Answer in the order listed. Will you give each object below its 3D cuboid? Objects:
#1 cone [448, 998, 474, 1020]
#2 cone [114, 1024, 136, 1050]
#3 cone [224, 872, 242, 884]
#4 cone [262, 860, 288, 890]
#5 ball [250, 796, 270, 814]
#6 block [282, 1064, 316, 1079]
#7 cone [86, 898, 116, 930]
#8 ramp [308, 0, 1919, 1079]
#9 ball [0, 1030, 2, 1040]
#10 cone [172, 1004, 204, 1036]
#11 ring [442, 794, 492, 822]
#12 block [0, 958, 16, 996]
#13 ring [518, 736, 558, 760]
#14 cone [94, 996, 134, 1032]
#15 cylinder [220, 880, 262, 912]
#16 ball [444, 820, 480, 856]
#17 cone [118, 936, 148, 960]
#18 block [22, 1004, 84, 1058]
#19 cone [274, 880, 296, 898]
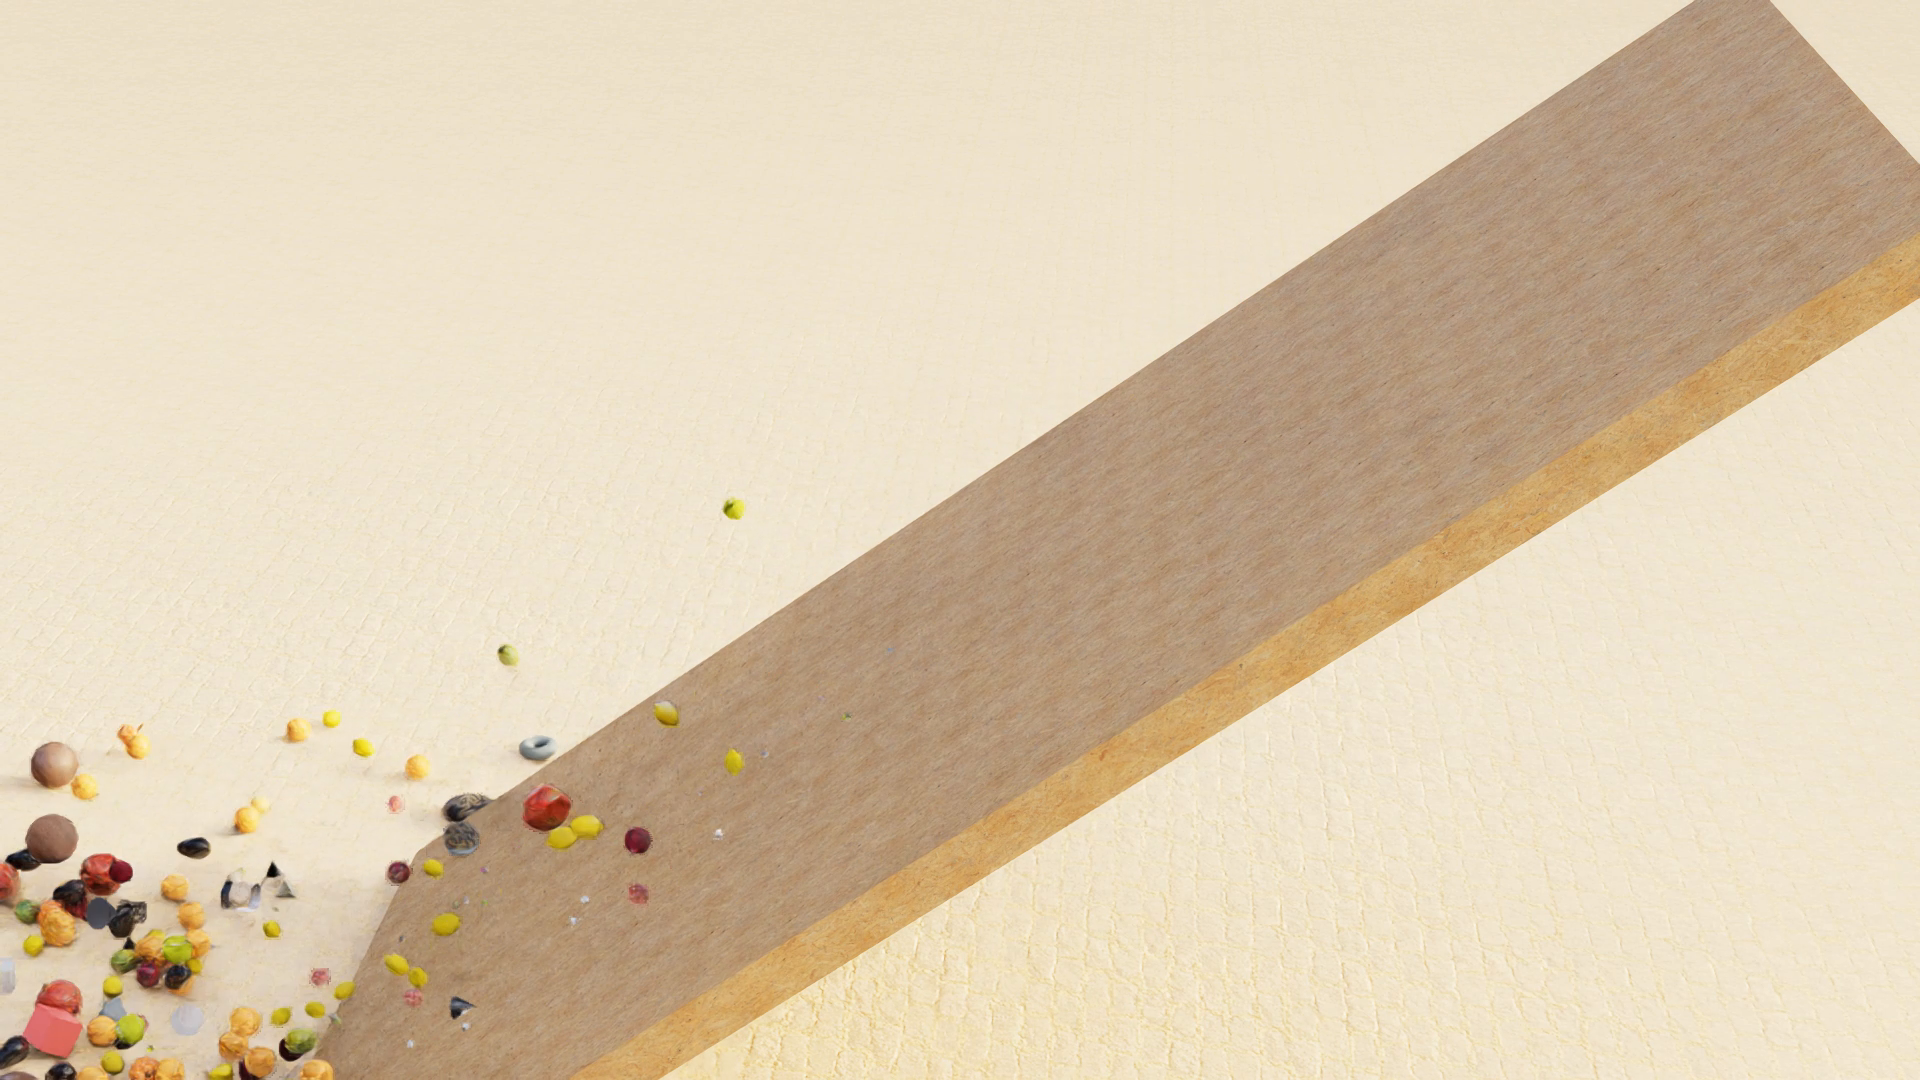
[{"bbox_3d":[-1.072,1.012,6.378,0.050,0.050,0.050,-19,10,32],"label":"cone"},{"bbox_3d":[-2.000,1.181,7.035,0.053,0.053,0.053,0,22,0],"label":"cone"},{"bbox_3d":[-1.899,0.908,7.739,0.052,0.052,0.052,-18,49,-37],"label":"cone"},{"bbox_3d":[-1.812,0.875,7.766,0.071,0.071,0.071,0,22,0],"label":"cone"},{"bbox_3d":[-1.940,0.732,8.145,0.051,0.051,0.051,0,22,0],"label":"ball"},{"bbox_3d":[-1.489,1.225,6.636,0.057,0.057,0.057,-44,17,-21],"label":"block"},{"bbox_3d":[-2.193,0.964,7.589,0.083,0.083,0.083,13,-1,29],"label":"cone"},{"bbox_3d":[0.132,0.177,6.315,4.000,0.100,2.000,-33,16,16],"label":"ramp"},{"bbox_3d":[-2.322,1.182,7.002,0.078,0.078,0.078,0,22,0],"label":"ball"},{"bbox_3d":[-1.875,1.160,7.112,0.078,0.078,0.078,-11,-2,-25],"label":"cone"},{"bbox_3d":[-1.355,0.744,8.119,0.147,0.049,0.147,-1,18,0],"label":"ring"},{"bbox_3d":[-2.375,1.080,7.268,0.066,0.066,0.066,-4,22,-9],"label":"block"},{"bbox_3d":[-1.218,0.600,8.489,0.114,0.038,0.114,-1,22,1],"label":"ring"},{"bbox_3d":[-2.024,1.163,7.097,0.088,0.088,0.088,34,31,10],"label":"cone"},{"bbox_3d":[-1.867,0.925,7.635,0.077,0.077,0.077,5,23,13],"label":"cylinder"},{"bbox_3d":[-1.257,0.752,7.411,0.090,0.090,0.090,0,22,0],"label":"ball"},{"bbox_3d":[-2.076,1.042,7.409,0.067,0.067,0.067,25,20,-9],"label":"cone"},{"bbox_3d":[-2.155,1.165,6.988,0.085,0.085,0.085,23,-4,43],"label":"block"},{"bbox_3d":[-1.777,0.925,7.706,0.053,0.053,0.053,-31,27,-4],"label":"cone"}]
